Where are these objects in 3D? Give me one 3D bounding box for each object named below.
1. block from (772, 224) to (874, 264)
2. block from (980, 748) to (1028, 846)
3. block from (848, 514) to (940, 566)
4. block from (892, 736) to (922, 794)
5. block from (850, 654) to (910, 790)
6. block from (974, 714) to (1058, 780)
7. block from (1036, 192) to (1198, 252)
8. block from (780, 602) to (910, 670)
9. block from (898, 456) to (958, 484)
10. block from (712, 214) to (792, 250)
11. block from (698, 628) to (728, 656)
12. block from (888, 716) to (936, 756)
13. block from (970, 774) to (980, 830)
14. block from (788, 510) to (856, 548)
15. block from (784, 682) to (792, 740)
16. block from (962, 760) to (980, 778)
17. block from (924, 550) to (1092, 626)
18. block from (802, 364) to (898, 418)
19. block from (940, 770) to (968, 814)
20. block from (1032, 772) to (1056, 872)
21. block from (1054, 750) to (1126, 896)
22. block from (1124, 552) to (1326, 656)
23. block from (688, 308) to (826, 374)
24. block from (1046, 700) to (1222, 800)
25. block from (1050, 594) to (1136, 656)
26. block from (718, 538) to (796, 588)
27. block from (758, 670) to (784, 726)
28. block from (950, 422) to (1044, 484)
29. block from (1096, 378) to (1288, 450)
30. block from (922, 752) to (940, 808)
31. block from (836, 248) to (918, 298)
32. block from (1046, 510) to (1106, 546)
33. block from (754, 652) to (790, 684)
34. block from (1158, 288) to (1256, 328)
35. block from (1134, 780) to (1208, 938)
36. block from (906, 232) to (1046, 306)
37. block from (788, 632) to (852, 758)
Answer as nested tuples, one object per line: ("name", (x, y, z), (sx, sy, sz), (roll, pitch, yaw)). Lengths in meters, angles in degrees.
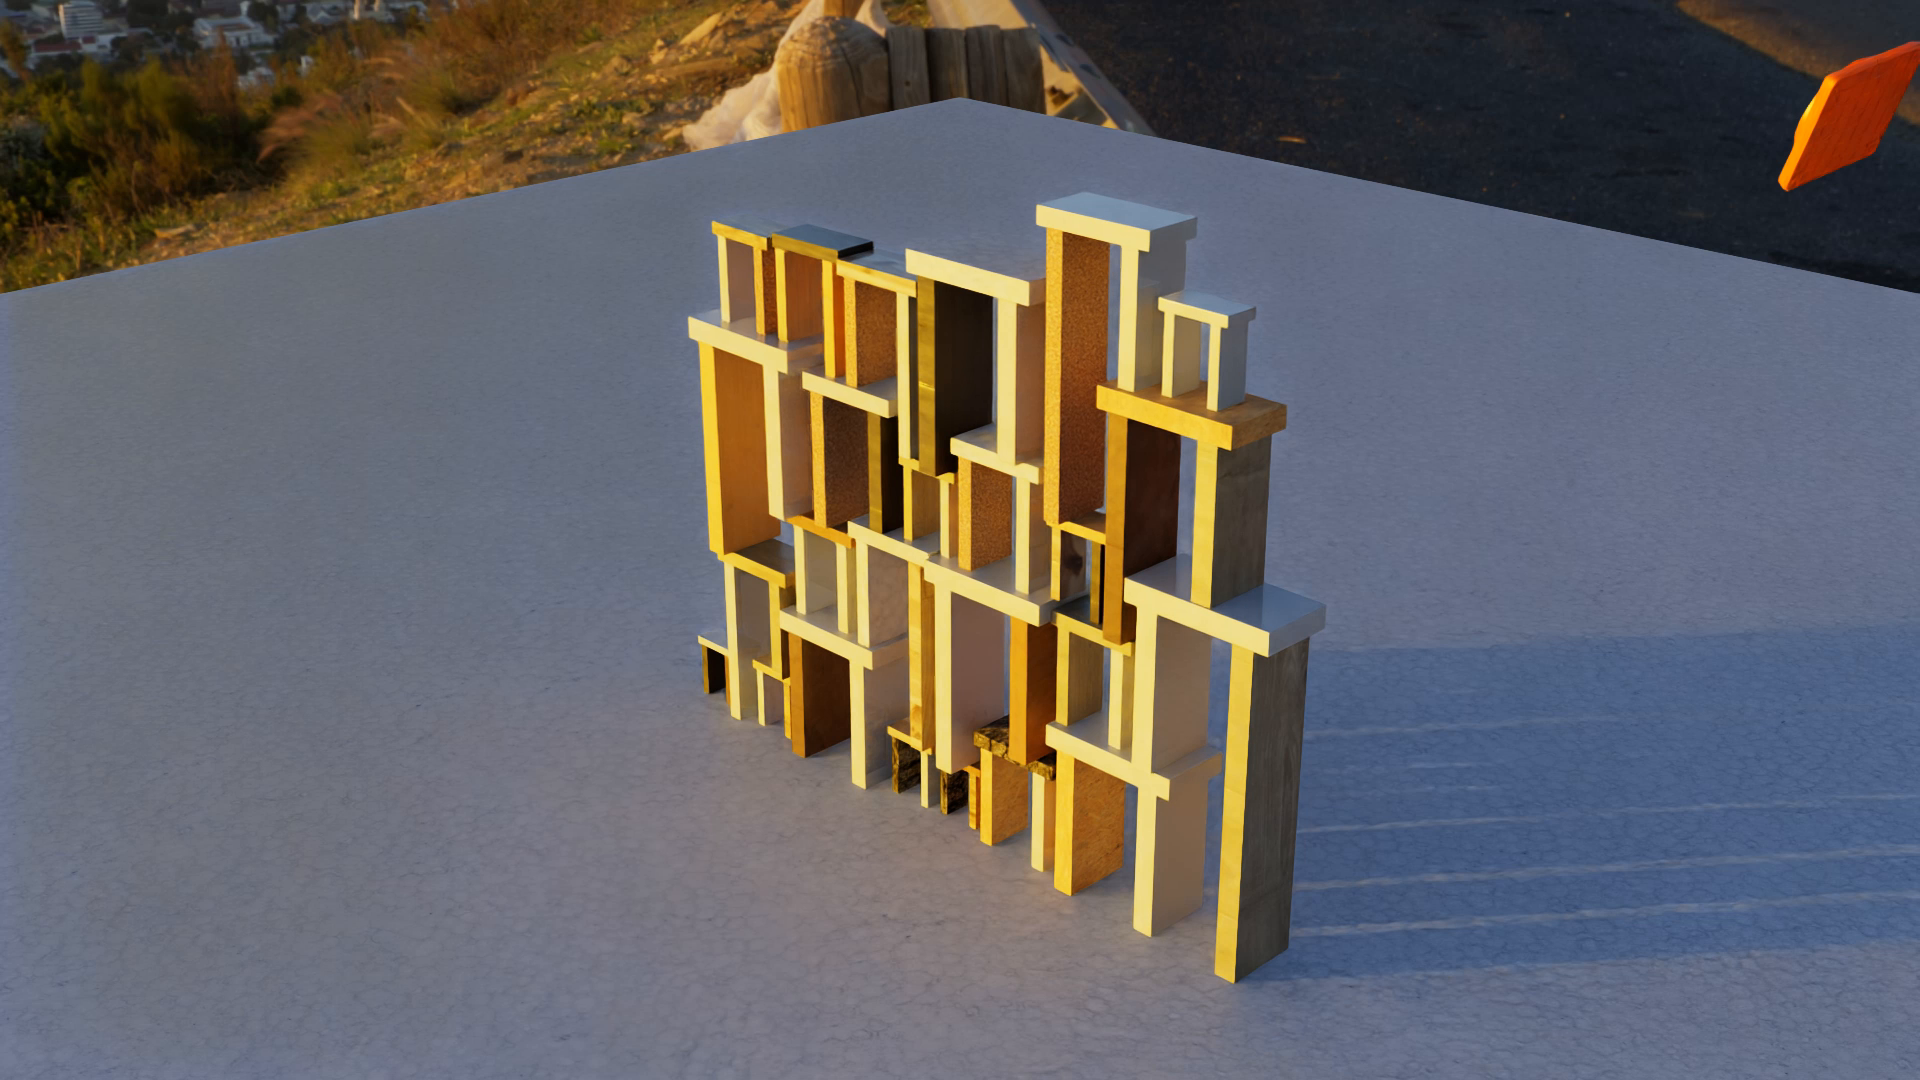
("block", (-0.267, -0.575, 4.269), (0.187, 0.027, 0.094), (20, 31, 39))
("block", (0.088, 0.490, 4.341), (0.029, 0.208, 0.104), (21, 31, 41))
("block", (-0.101, -0.007, 4.322), (0.114, 0.032, 0.229), (-21, 31, -40))
("block", (-0.109, 0.452, 4.531), (0.018, 0.128, 0.064), (21, 31, 41))
("block", (-0.160, 0.360, 4.550), (0.040, 0.283, 0.142), (21, 31, 41))
("block", (0.137, 0.399, 4.249), (0.208, 0.029, 0.104), (21, 31, 41))
("block", (0.263, -0.538, 3.706), (0.248, 0.035, 0.124), (21, 31, 40))
("block", (-0.226, 0.185, 4.548), (0.283, 0.040, 0.142), (21, 31, 41))
("block", (-0.038, -0.146, 4.195), (0.075, 0.021, 0.150), (-22, 31, -40))
("block", (-0.406, -0.616, 4.392), (0.089, 0.025, 0.177), (-20, 30, -38))
("block", (-0.521, 0.230, 4.894), (0.119, 0.017, 0.059), (21, 31, 41))
("block", (-0.080, 0.397, 4.475), (0.064, 0.018, 0.128), (-21, 31, -40))
("block", (0.047, 0.512, 4.398), (0.017, 0.122, 0.061), (21, 31, 41))
("block", (-0.251, -0.036, 4.481), (0.098, 0.028, 0.195), (-21, 31, -40))
("block", (-0.348, 0.358, 4.749), (0.019, 0.131, 0.066), (21, 31, 41))
("block", (0.018, 0.436, 4.397), (0.061, 0.017, 0.122), (-21, 31, -41))
("block", (0.090, 0.077, 4.152), (0.299, 0.042, 0.149), (21, 31, 40))
("block", (-0.179, -0.299, 4.292), (0.123, 0.035, 0.247), (-21, 31, -40))
("block", (-0.011, 0.489, 4.451), (0.061, 0.122, 0.017), (-21, 31, -41))
("block", (0.186, 0.528, 4.251), (0.029, 0.208, 0.104), (21, 31, 41))
("block", (0.248, 0.512, 4.174), (0.042, 0.298, 0.149), (21, 31, 41))
("block", (0.453, 0.108, 3.774), (0.314, 0.044, 0.157), (21, 31, 41))
("block", (-0.389, -0.413, 4.459), (0.160, 0.045, 0.320), (-20, 30, -39))
("block", (0.318, 0.382, 4.043), (0.298, 0.042, 0.149), (21, 31, 41))
("block", (0.269, 0.154, 3.993), (0.097, 0.028, 0.194), (-21, 31, -40))
("block", (-0.402, 0.041, 4.674), (0.110, 0.031, 0.221), (-21, 31, -40))
("block", (-0.410, 0.334, 4.806), (0.019, 0.131, 0.066), (21, 31, 41))
("block", (0.101, -0.160, 4.046), (0.223, 0.032, 0.112), (21, 31, 41))
("block", (0.388, -0.225, 3.702), (0.146, 0.041, 0.292), (-21, 31, -40))
("block", (-0.050, 0.476, 4.475), (0.064, 0.128, 0.018), (-21, 31, -40))
("block", (-0.120, -0.504, 4.142), (0.215, 0.030, 0.108), (21, 31, 40))
("block", (0.232, -0.029, 3.955), (0.143, 0.020, 0.072), (20, 30, 40))
("block", (-0.379, 0.277, 4.748), (0.131, 0.019, 0.066), (21, 31, 41))
("block", (0.406, -0.381, 3.618), (0.073, 0.021, 0.146), (-21, 31, -40))
("block", (0.388, 0.566, 4.044), (0.042, 0.298, 0.149), (21, 31, 41))
("block", (0.064, -0.487, 3.941), (0.304, 0.043, 0.152), (21, 31, 40))
("block", (-0.293, 0.308, 4.673), (0.040, 0.283, 0.142), (21, 31, 41))
